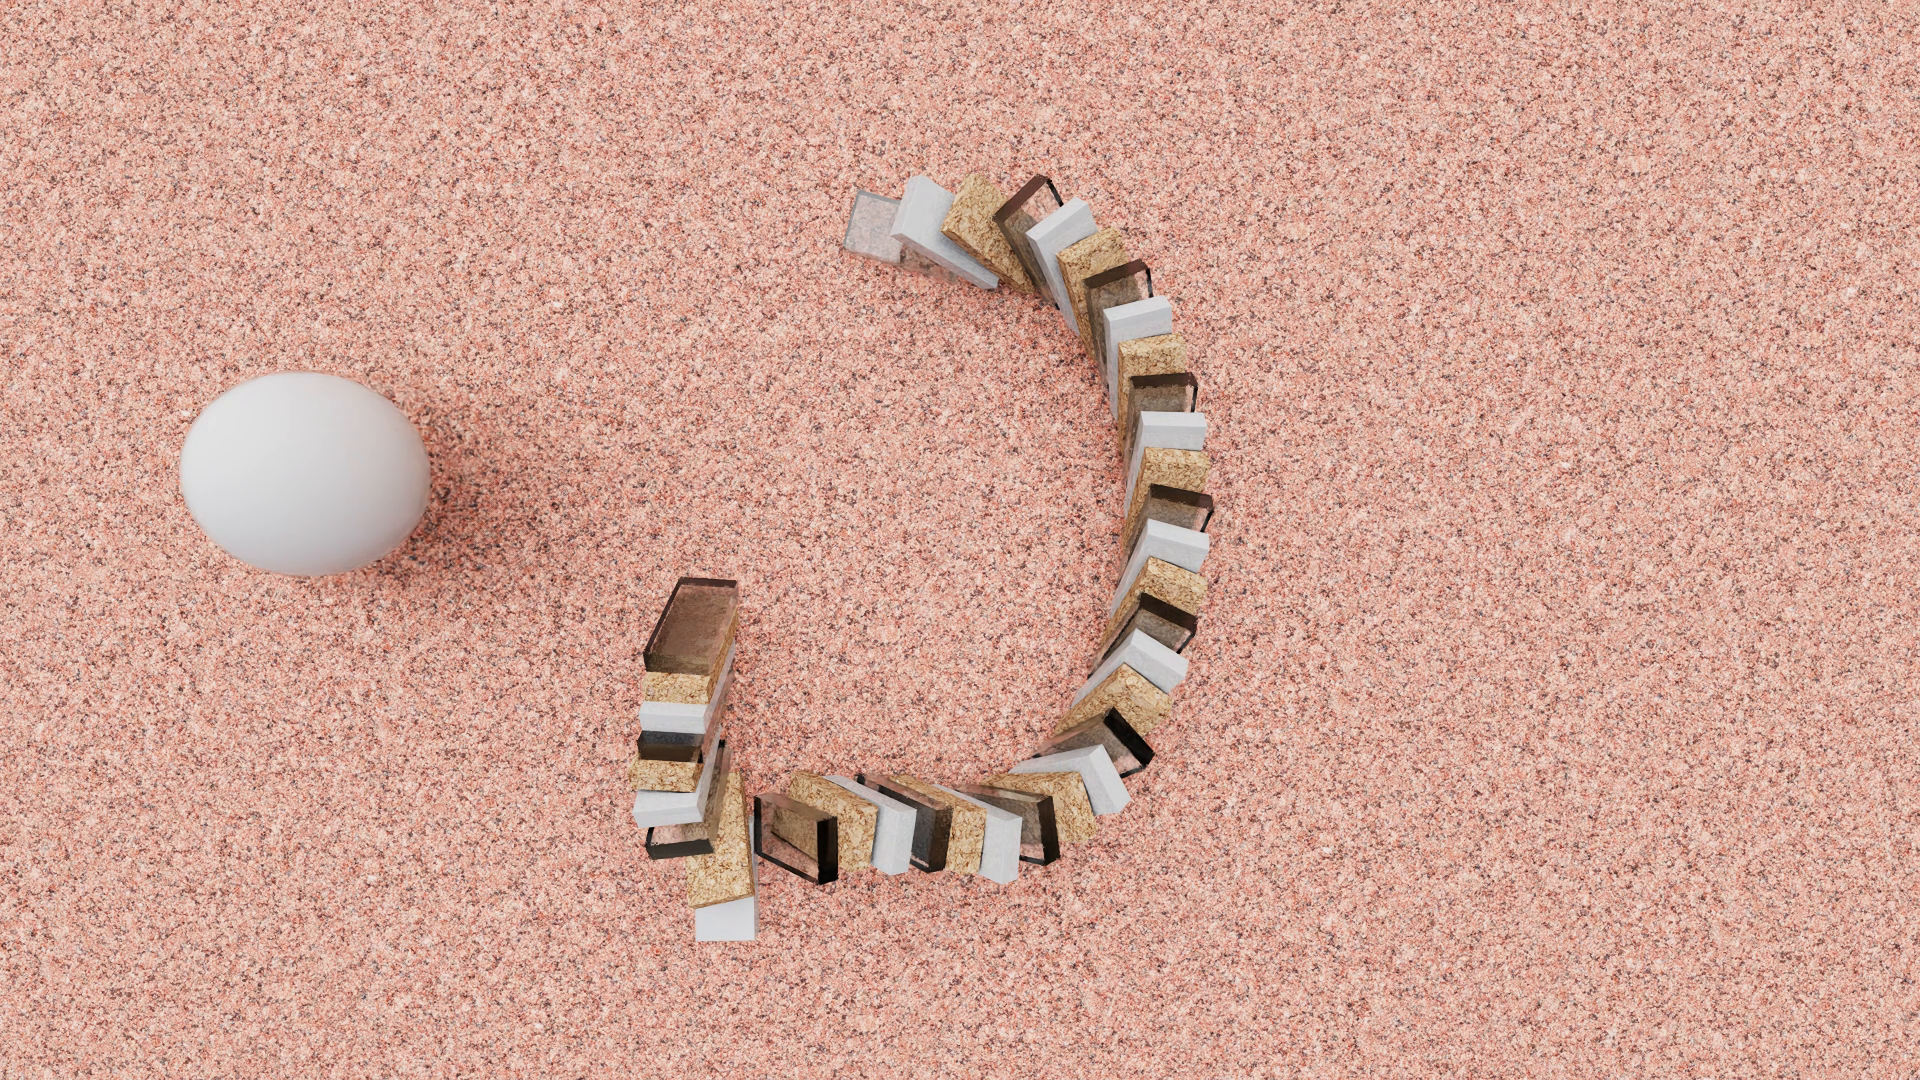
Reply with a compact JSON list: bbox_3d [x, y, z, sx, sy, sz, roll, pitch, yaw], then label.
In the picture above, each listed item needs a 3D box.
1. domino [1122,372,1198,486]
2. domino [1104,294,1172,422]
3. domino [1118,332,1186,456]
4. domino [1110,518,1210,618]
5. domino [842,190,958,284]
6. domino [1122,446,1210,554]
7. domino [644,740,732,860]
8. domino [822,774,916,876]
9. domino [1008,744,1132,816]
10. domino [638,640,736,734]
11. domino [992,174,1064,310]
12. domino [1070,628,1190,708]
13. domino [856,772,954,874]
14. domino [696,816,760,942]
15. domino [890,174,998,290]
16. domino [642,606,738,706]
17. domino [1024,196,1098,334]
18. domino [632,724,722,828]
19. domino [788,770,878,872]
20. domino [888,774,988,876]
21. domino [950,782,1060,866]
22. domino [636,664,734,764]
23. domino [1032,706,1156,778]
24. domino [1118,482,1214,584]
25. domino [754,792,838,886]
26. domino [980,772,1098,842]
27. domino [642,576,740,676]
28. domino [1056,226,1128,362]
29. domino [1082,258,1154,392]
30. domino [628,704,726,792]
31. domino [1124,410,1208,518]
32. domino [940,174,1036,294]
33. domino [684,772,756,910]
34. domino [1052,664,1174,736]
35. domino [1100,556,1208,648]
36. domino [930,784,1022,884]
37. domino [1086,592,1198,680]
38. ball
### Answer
[{"bbox_3d":[0.082,-0.045,0.380,0.025,0.009,0.050,-4,133,0],"label":"domino"},{"bbox_3d":[0.074,-0.074,0.380,0.025,0.010,0.050,-14,133,0],"label":"domino"},{"bbox_3d":[0.079,-0.060,0.380,0.025,0.010,0.050,-9,133,0],"label":"domino"},{"bbox_3d":[0.082,0.016,0.380,0.025,0.010,0.050,15,132,0],"label":"domino"},{"bbox_3d":[-0.023,-0.131,0.395,0.050,0.010,0.025,16,90,0],"label":"domino"},{"bbox_3d":[0.084,-0.015,0.380,0.025,0.010,0.050,5,132,0],"label":"domino"},{"bbox_3d":[-0.111,0.106,0.377,0.025,0.050,0.010,-6,127,0],"label":"domino"},{"bbox_3d":[-0.040,0.117,0.379,0.050,0.010,0.025,8,90,44],"label":"domino"},{"bbox_3d":[0.044,0.101,0.378,0.010,0.050,0.025,-28,90,-43],"label":"domino"},{"bbox_3d":[-0.111,0.057,0.377,0.025,0.050,0.010,4,124,0],"label":"domino"},{"bbox_3d":[0.036,-0.122,0.379,0.025,0.009,0.050,-44,134,0],"label":"domino"},{"bbox_3d":[0.070,0.060,0.380,0.025,0.009,0.050,32,133,0],"label":"domino"},{"bbox_3d":[-0.025,0.116,0.379,0.010,0.050,0.025,8,90,-45],"label":"domino"},{"bbox_3d":[-0.101,0.146,0.395,0.025,0.010,0.050,-1,90,0],"label":"domino"},{"bbox_3d":[-0.003,-0.127,0.382,0.050,0.009,0.025,20,88,-35],"label":"domino"},{"bbox_3d":[-0.110,0.046,0.377,0.025,0.050,0.009,4,124,0],"label":"domino"},{"bbox_3d":[0.048,-0.112,0.379,0.025,0.010,0.050,-36,134,0],"label":"domino"},{"bbox_3d":[-0.115,0.094,0.377,0.025,0.050,0.009,-6,125,0],"label":"domino"},{"bbox_3d":[-0.054,0.115,0.378,0.010,0.050,0.025,8,90,-42],"label":"domino"},{"bbox_3d":[-0.012,0.117,0.379,0.010,0.050,0.025,8,90,-45],"label":"domino"},{"bbox_3d":[0.018,0.117,0.379,0.009,0.050,0.025,-8,91,-44],"label":"domino"},{"bbox_3d":[-0.112,0.069,0.377,0.025,0.050,0.009,4,124,0],"label":"domino"},{"bbox_3d":[0.054,0.089,0.378,0.025,0.050,0.010,48,48,0],"label":"domino"},{"bbox_3d":[0.084,0.001,0.380,0.025,0.009,0.050,12,132,0],"label":"domino"},{"bbox_3d":[-0.068,0.122,0.378,0.010,0.050,0.025,-1,90,-41],"label":"domino"},{"bbox_3d":[0.032,0.110,0.379,0.009,0.050,0.025,-18,90,-43],"label":"domino"},{"bbox_3d":[-0.109,0.034,0.377,0.025,0.050,0.010,4,124,0],"label":"domino"},{"bbox_3d":[0.059,-0.101,0.379,0.025,0.010,0.050,-28,133,0],"label":"domino"},{"bbox_3d":[0.068,-0.088,0.379,0.025,0.009,0.050,-20,133,0],"label":"domino"},{"bbox_3d":[-0.115,0.080,0.377,0.025,0.050,0.010,4,124,0],"label":"domino"},{"bbox_3d":[0.084,-0.030,0.380,0.025,0.009,0.050,2,132,0],"label":"domino"},{"bbox_3d":[0.017,-0.126,0.380,0.050,0.009,0.025,25,90,-42],"label":"domino"},{"bbox_3d":[-0.101,0.125,0.383,0.025,0.010,0.050,-11,62,-5],"label":"domino"},{"bbox_3d":[0.063,0.074,0.379,0.025,0.009,0.050,37,133,0],"label":"domino"},{"bbox_3d":[0.080,0.031,0.380,0.025,0.009,0.050,21,132,0],"label":"domino"},{"bbox_3d":[0.003,0.120,0.378,0.009,0.050,0.025,2,93,-44],"label":"domino"},{"bbox_3d":[0.075,0.045,0.380,0.025,0.009,0.050,25,132,0],"label":"domino"},{"bbox_3d":[-0.254,-0.026,0.360,0.080,0.080,0.080,0,90,0],"label":"ball"}]
